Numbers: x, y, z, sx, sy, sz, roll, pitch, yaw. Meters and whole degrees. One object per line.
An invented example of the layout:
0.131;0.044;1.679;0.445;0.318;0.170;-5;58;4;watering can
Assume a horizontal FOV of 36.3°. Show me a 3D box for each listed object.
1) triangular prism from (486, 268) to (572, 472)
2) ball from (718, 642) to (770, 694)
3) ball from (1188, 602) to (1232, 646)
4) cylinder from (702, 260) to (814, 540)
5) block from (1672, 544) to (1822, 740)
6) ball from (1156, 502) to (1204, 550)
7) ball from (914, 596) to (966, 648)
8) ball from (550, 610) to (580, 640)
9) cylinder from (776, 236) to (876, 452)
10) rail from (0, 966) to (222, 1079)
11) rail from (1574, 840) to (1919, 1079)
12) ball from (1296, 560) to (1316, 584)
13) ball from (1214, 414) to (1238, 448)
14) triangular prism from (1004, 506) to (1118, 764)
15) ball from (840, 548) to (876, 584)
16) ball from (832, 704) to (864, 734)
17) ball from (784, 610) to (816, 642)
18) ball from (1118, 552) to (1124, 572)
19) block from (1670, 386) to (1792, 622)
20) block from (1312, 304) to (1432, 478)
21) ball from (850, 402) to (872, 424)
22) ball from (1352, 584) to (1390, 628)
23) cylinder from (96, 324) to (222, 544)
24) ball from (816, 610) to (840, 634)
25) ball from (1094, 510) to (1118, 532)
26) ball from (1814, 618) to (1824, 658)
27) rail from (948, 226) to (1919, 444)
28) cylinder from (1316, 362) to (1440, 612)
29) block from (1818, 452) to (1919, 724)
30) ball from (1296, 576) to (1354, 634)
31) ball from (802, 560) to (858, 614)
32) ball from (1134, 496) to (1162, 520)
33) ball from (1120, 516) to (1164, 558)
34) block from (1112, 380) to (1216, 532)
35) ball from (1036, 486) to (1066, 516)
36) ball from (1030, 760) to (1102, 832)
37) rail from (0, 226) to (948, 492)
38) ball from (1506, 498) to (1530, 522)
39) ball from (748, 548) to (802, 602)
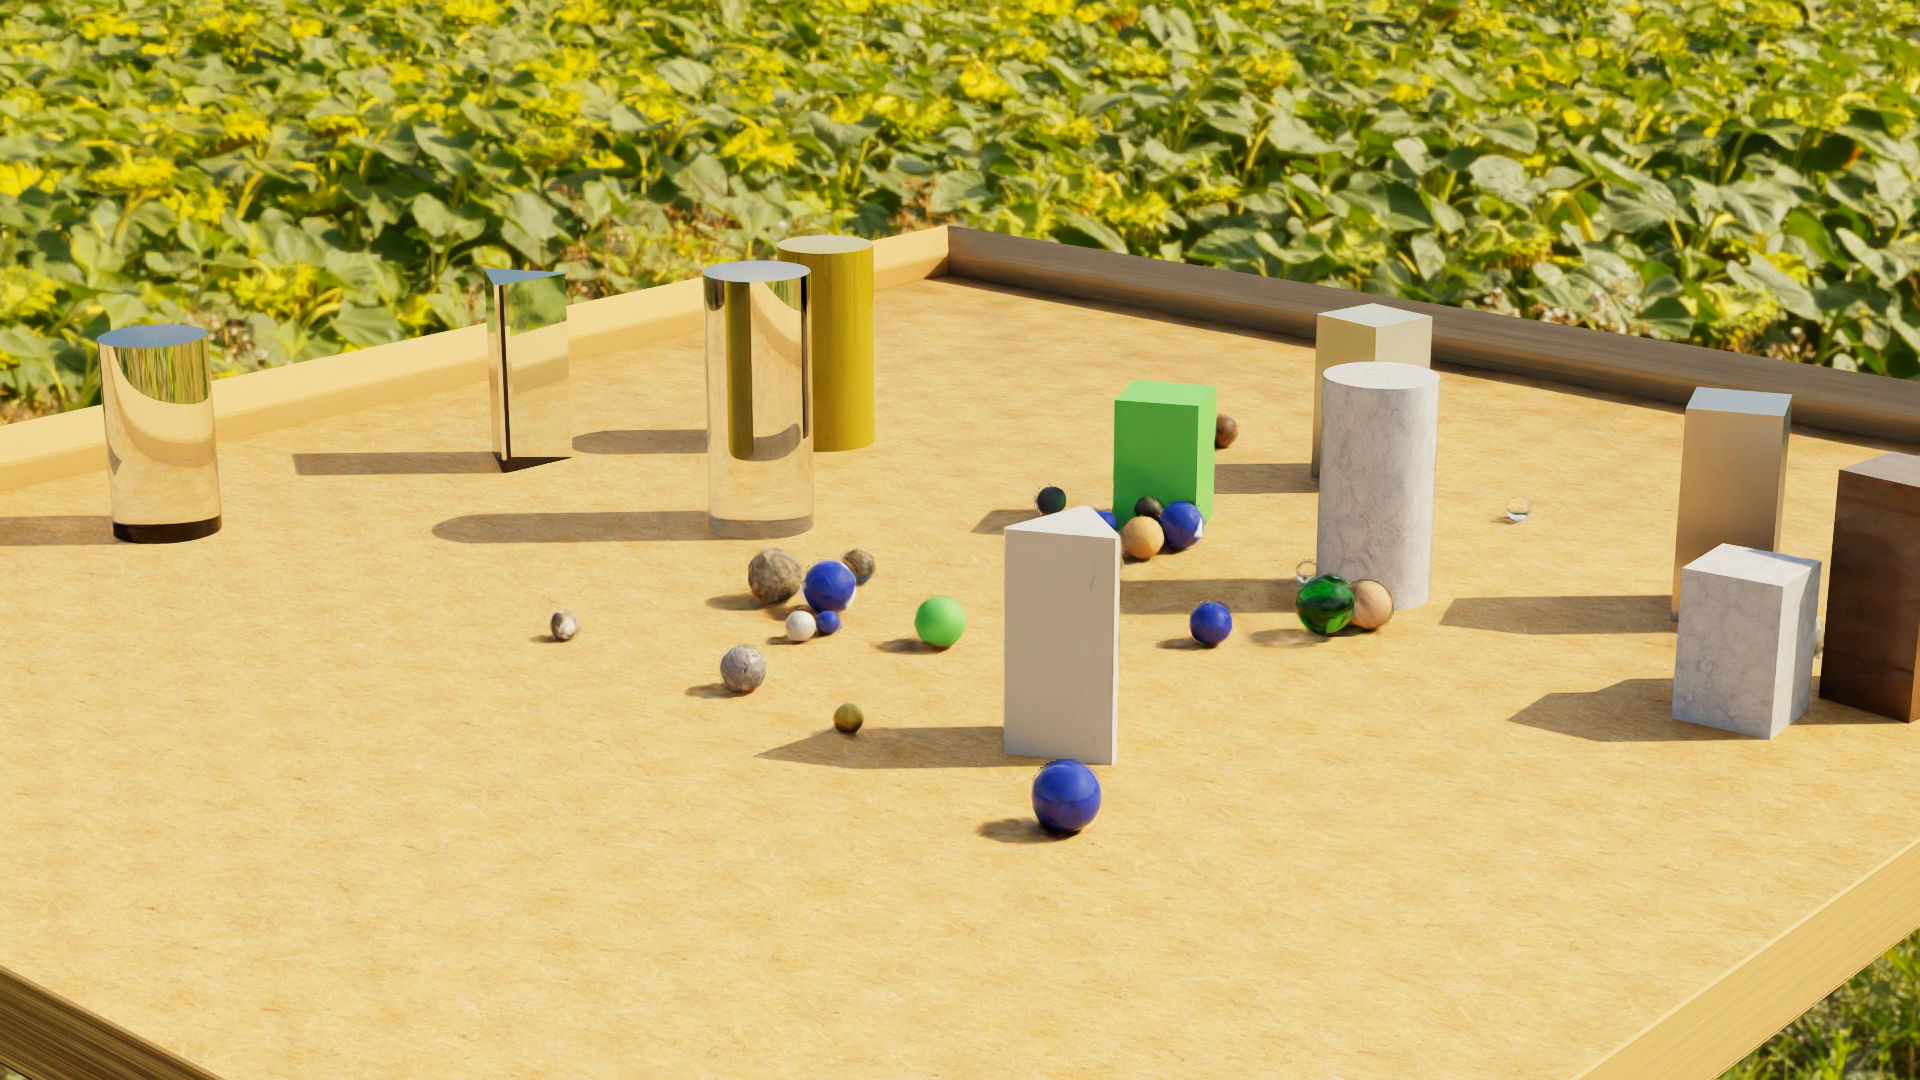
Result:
-0.909;-0.352;5.957;0.149;0.384;0.173;16;23;43;triangular prism
-0.343;0.204;4.649;0.083;0.083;0.083;0;17;0;ball
0.416;0.139;4.868;0.073;0.073;0.073;0;17;0;ball
-0.375;-0.262;5.481;0.199;0.488;0.199;0;17;0;cylinder
1.212;0.154;4.521;0.159;0.244;0.159;12;20;34;block
0.406;-0.027;5.394;0.088;0.088;0.088;0;17;0;ball
-0.033;0.136;4.858;0.085;0.085;0.085;0;17;0;ball
-0.660;0.141;4.899;0.051;0.051;0.051;0;17;0;ball
-0.278;-0.410;6.095;0.199;0.416;0.199;0;17;0;cylinder
-1.353;0.482;3.628;3.716;0.129;0.045;14;22;39;rail
1.385;0.379;3.968;0.045;0.129;4.174;14;22;39;rail
0.615;0.057;5.195;0.042;0.042;0.042;0;17;0;ball
0.543;-0.226;6.088;0.068;0.068;0.068;0;17;0;ball
0.169;0.137;4.391;0.173;0.351;0.149;5;17;16;triangular prism
-0.181;0.047;5.188;0.064;0.064;0.064;0;17;0;ball
-0.170;0.272;4.471;0.047;0.047;0.047;0;17;0;ball
-0.266;0.143;4.890;0.051;0.051;0.051;0;17;0;ball
0.269;0.040;5.241;0.047;0.047;0.047;0;17;0;ball
1.312;-0.054;4.986;0.159;0.374;0.159;6;18;19;block
0.817;-0.285;5.826;0.159;0.331;0.159;-13;21;-37;block
-0.213;-0.274;6.283;0.047;0.047;0.047;0;17;0;ball
0.687;0.110;4.946;0.074;0.074;0.074;0;17;0;ball
-1.492;-0.199;5.470;0.199;0.372;0.199;0;17;0;cylinder
-0.222;0.138;4.924;0.041;0.041;0.041;0;17;0;ball
0.265;-0.028;5.454;0.055;0.055;0.055;0;17;0;ball
1.371;0.158;4.787;0.084;0.084;0.084;0;17;0;ball
1.353;-0.417;6.612;3.716;0.129;0.045;14;22;39;rail
0.723;-0.094;5.084;0.199;0.394;0.199;0;17;0;cylinder
1.468;0.072;4.570;0.159;0.373;0.159;-15;22;-40;block
0.609;0.108;4.893;0.099;0.099;0.099;0;17;0;ball
-0.223;0.081;5.023;0.094;0.094;0.094;0;17;0;ball
0.350;-0.056;5.454;0.051;0.051;0.051;0;17;0;ball
0.331;-0.005;5.335;0.079;0.079;0.079;0;17;0;ball
0.386;-0.154;5.528;0.159;0.253;0.159;5;17;16;block
0.174;-0.075;5.607;0.057;0.057;0.057;0;17;0;ball
0.149;0.358;4.093;0.100;0.100;0.100;0;17;0;ball
-1.385;-0.314;6.271;0.045;0.129;4.174;14;22;39;rail
1.061;-0.058;5.571;0.045;0.045;0.045;0;17;0;ball
-0.321;0.061;5.086;0.097;0.097;0.097;0;17;0;ball
